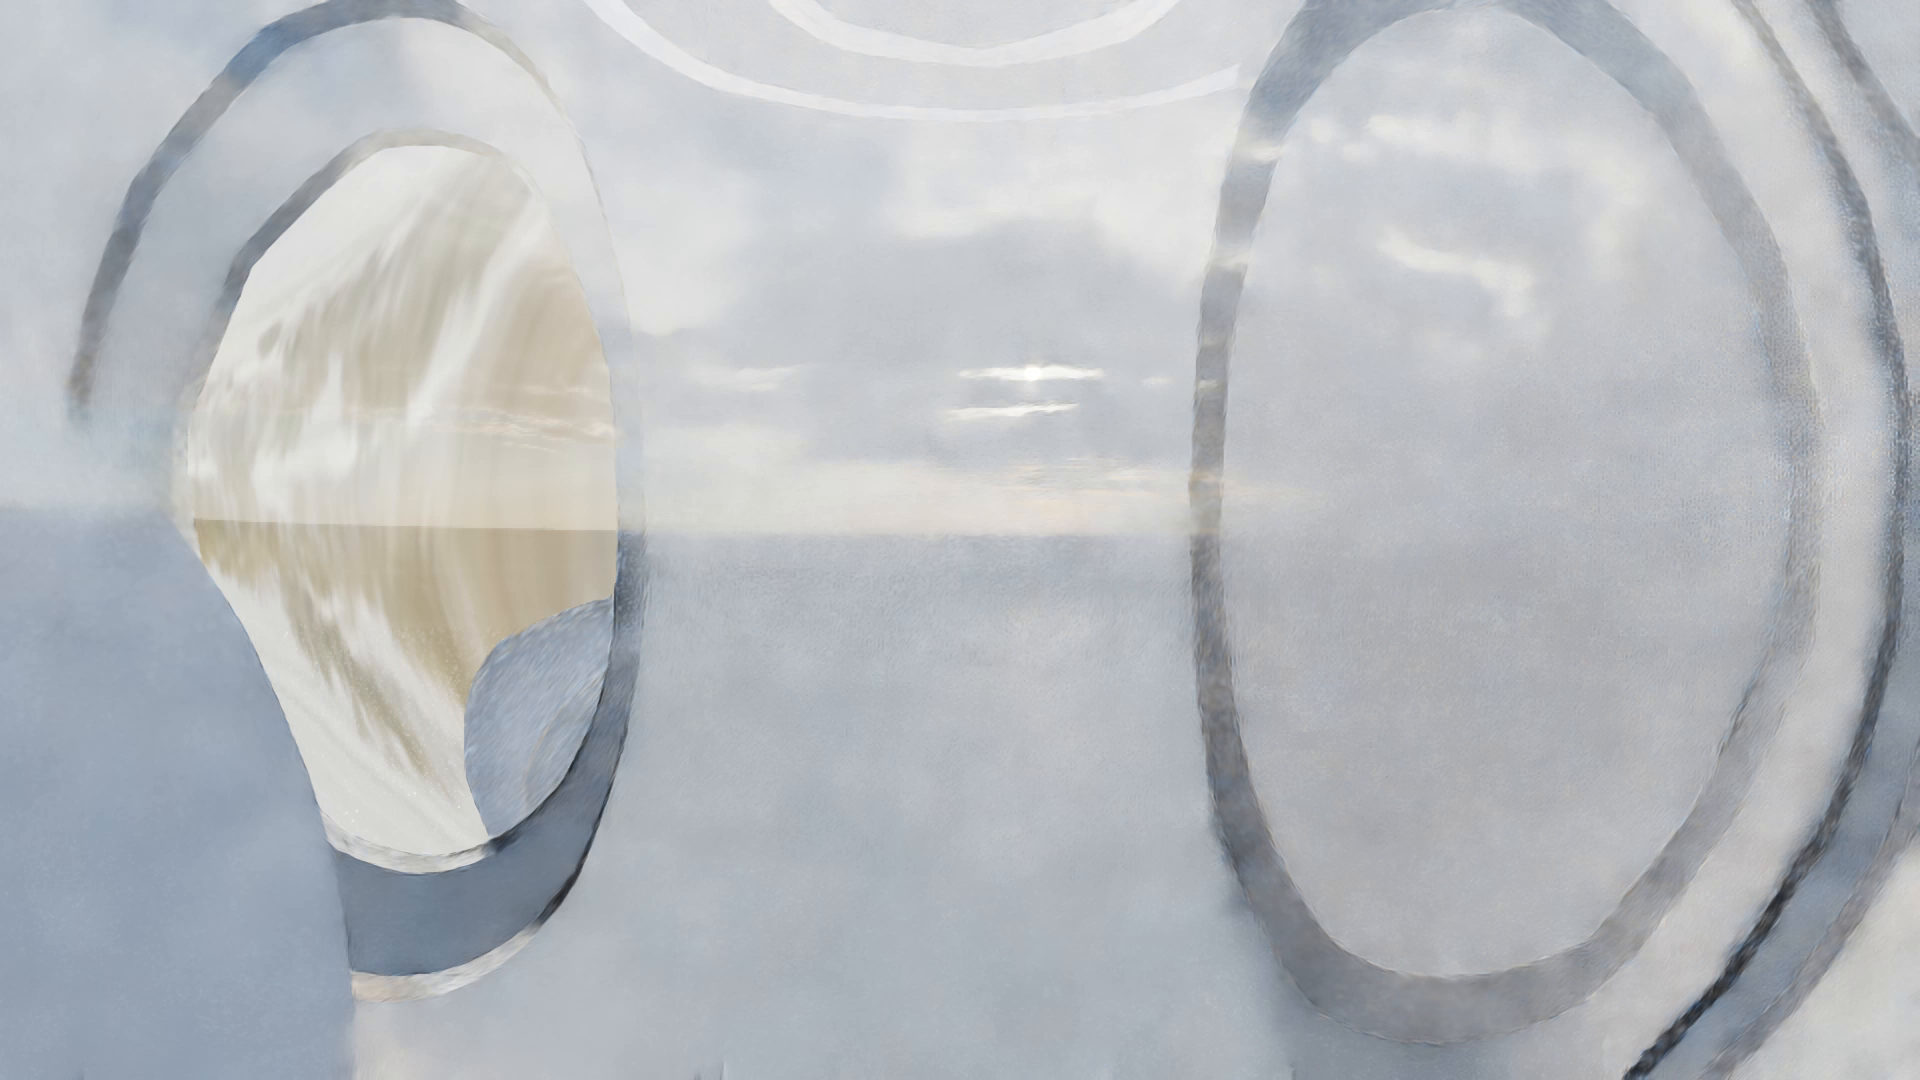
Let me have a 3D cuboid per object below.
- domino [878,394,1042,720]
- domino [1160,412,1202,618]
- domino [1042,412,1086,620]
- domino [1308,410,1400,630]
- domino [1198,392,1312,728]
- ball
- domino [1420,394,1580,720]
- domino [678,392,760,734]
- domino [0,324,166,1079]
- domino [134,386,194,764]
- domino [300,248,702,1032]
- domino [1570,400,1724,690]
[{"bbox_3d":[0.000,0.002,0.201,0.025,0.050,0.009,0,4,0],"label":"domino"},{"bbox_3d":[0.058,-0.007,0.325,0.010,0.050,0.025,2,5,21],"label":"domino"},{"bbox_3d":[0.019,-0.006,0.321,0.009,0.050,0.025,-4,6,-40],"label":"domino"},{"bbox_3d":[0.093,-0.005,0.302,0.010,0.050,0.025,4,6,43],"label":"domino"},{"bbox_3d":[0.046,0.002,0.203,0.010,0.050,0.025,0,4,-5],"label":"domino"},{"bbox_3d":[0.001,-0.002,0.055,0.080,0.080,0.080,0,4,0],"label":"ball"},{"bbox_3d":[0.087,0.002,0.209,0.010,0.050,0.025,-1,4,-14],"label":"domino"},{"bbox_3d":[-0.037,0.003,0.199,0.010,0.050,0.025,0,4,-5],"label":"domino"},{"bbox_3d":[-0.066,0.012,0.081,0.010,0.050,0.025,2,5,27],"label":"domino"},{"bbox_3d":[-0.116,0.004,0.178,0.010,0.050,0.025,-4,6,-43],"label":"domino"},{"bbox_3d":[-0.035,0.008,0.094,0.010,0.050,0.025,-4,-21,-44],"label":"domino"},{"bbox_3d":[0.121,0.000,0.231,0.025,0.050,0.010,3,5,32],"label":"domino"}]
